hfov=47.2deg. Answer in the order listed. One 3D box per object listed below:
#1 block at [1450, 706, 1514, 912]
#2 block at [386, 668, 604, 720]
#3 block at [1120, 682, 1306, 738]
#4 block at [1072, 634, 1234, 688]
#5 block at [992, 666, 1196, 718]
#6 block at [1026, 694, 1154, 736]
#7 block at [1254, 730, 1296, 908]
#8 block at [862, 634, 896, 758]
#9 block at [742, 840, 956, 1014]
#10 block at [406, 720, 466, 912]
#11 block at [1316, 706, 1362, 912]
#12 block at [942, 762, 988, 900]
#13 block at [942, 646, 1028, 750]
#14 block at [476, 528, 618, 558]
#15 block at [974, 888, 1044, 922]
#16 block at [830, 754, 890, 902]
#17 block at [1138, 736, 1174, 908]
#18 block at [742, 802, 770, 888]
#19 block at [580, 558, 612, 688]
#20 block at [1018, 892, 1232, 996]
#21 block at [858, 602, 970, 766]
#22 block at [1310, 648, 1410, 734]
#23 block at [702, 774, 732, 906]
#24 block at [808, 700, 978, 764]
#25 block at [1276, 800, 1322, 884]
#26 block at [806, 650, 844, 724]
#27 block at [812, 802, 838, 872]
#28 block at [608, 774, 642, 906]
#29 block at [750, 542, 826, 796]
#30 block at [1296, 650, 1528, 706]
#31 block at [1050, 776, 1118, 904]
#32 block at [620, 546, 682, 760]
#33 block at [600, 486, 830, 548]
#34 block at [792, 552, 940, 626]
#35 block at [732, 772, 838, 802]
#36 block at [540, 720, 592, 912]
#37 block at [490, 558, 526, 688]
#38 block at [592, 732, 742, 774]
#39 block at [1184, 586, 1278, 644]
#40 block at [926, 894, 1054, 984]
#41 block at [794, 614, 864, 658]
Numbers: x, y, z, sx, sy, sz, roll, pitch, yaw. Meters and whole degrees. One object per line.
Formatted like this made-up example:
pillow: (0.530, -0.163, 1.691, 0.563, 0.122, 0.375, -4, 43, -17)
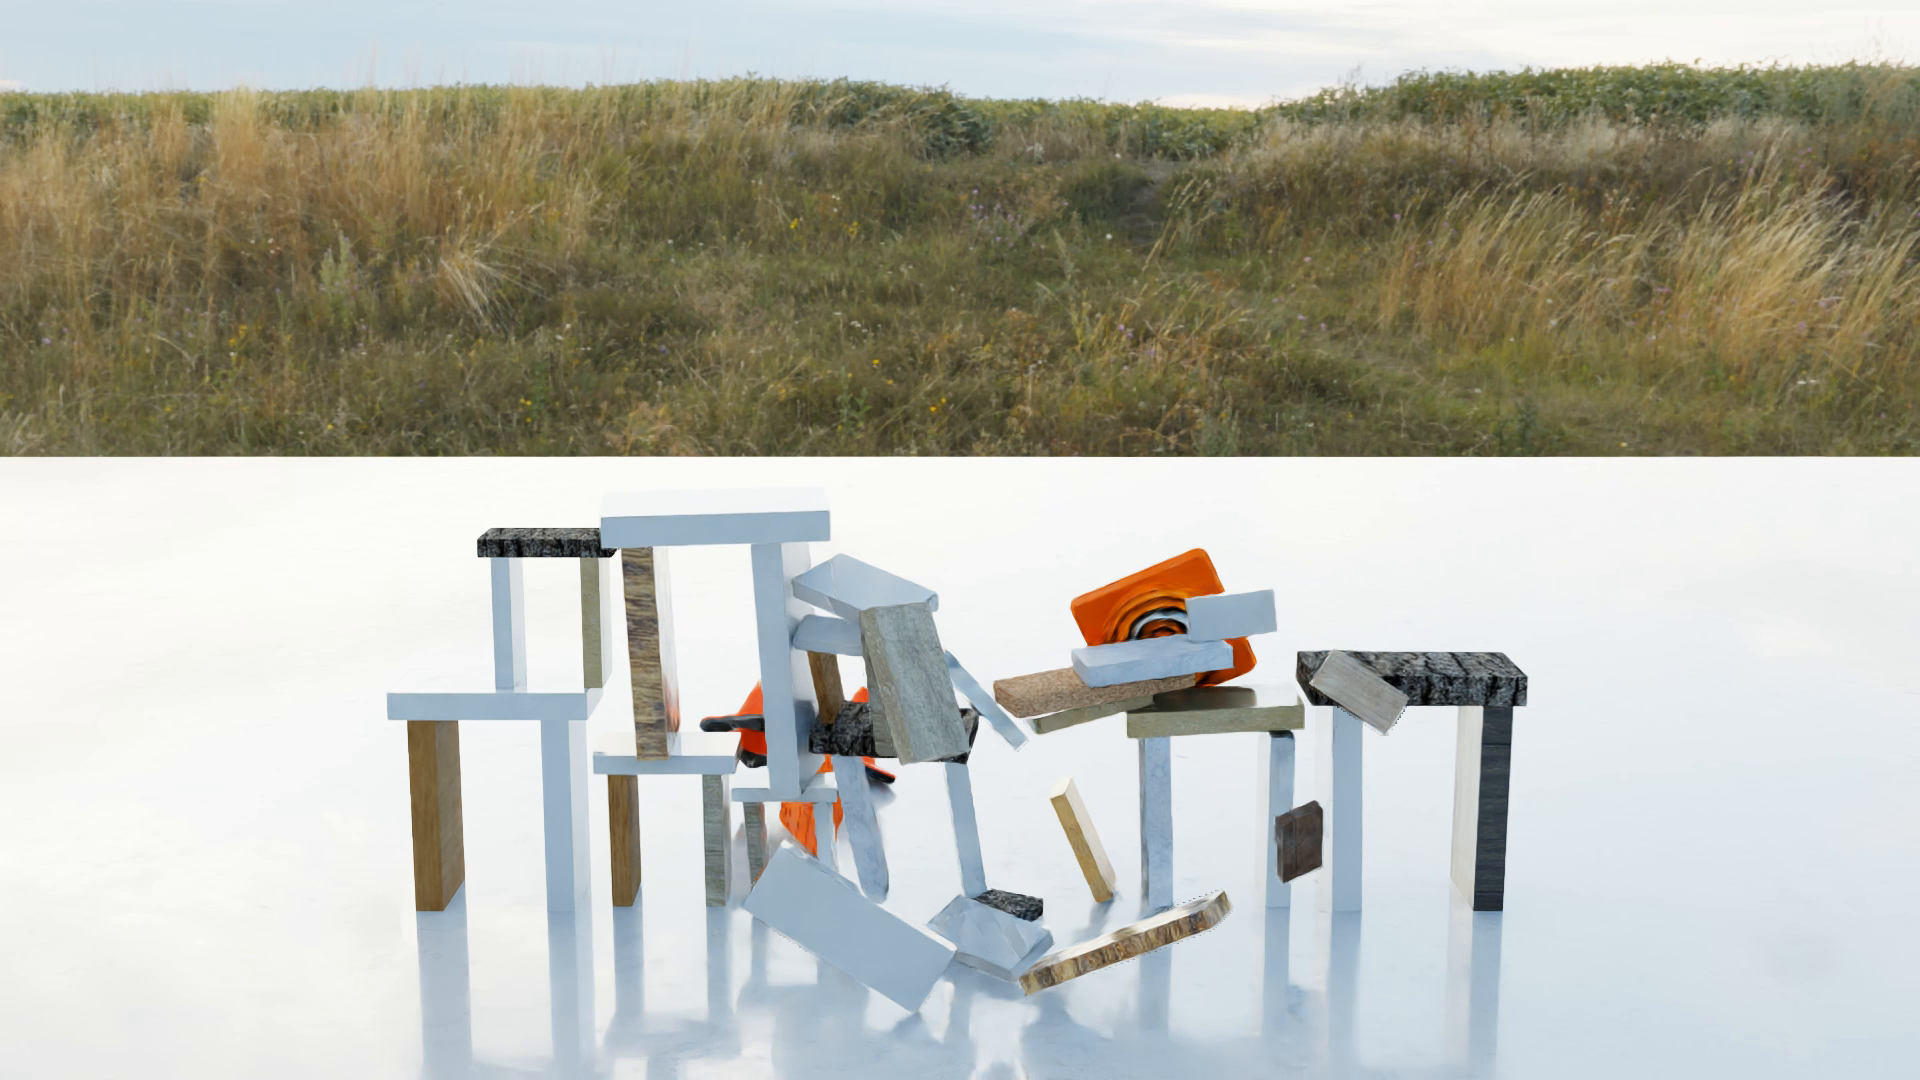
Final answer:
block: (0.862, 0.420, 3.639, 0.049, 0.345, 0.172, 0, 11, 0)
block: (-0.758, 0.252, 3.603, 0.321, 0.046, 0.161, 0, 11, 0)
block: (0.412, 0.280, 3.616, 0.288, 0.041, 0.144, -3, 11, 0)
block: (0.309, 0.190, 3.540, 0.238, 0.034, 0.119, -7, 12, -9)
block: (0.216, 0.232, 3.553, 0.302, 0.034, 0.119, -9, 13, -15)
block: (0.209, 0.270, 3.599, 0.199, 0.028, 0.099, -15, 11, -6)
block: (0.521, 0.448, 3.647, 0.041, 0.288, 0.144, 0, 11, 0)
block: (-0.109, 0.220, 3.477, 0.031, 0.220, 0.110, 6, 30, 20)
block: (-0.159, 0.556, 3.161, 0.294, 0.110, 0.031, 31, 8, 0)
block: (-0.865, 0.433, 3.636, 0.046, 0.321, 0.161, 0, 11, 0)
block: (0.626, 0.420, 3.639, 0.049, 0.345, 0.172, -2, 11, 0)
block: (0.005, 0.461, 3.651, 0.037, 0.258, 0.129, -9, 11, -3)
block: (0.023, 0.249, 3.532, 0.028, 0.199, 0.099, -43, 12, -5)
block: (-0.663, 0.004, 3.560, 0.214, 0.030, 0.107, 0, 11, 0)
block: (0.044, 0.606, 3.510, 0.097, 0.027, 0.193, 6, 12, 30)
block: (-0.165, 0.460, 3.651, 0.037, 0.258, 0.129, -12, 10, 2)
block: (0.324, 0.447, 3.647, 0.041, 0.288, 0.144, -2, 11, 0)
block: (-0.336, 0.505, 3.650, 0.024, 0.172, 0.086, -4, 11, 1)
block: (-0.592, 0.124, 3.582, 0.030, 0.214, 0.107, 0, 11, 0)
block: (0.236, 0.578, 3.153, 0.307, 0.028, 0.099, -25, -4, 24)
block: (-0.068, 0.214, 3.310, 0.119, 0.238, 0.034, -4, -16, -46)
block: (0.635, 0.240, 3.498, 0.142, 0.071, 0.020, 34, -2, 4)
block: (-0.401, 0.476, 3.636, 0.033, 0.230, 0.115, 0, 14, 0)
block: (-0.107, 0.312, 3.596, 0.258, 0.037, 0.129, 3, 21, 8)
block: (0.531, 0.472, 3.441, 0.071, 0.142, 0.020, -22, 44, -14)
block: (-0.217, 0.219, 3.572, 0.020, 0.143, 0.072, -1, 31, 15)
block: (-0.222, 0.505, 3.649, 0.024, 0.172, 0.086, -5, 11, 1)
block: (-0.554, 0.476, 3.636, 0.033, 0.230, 0.115, 0, 14, 0)
block: (-0.278, 0.188, 3.579, 0.050, 0.421, 0.178, -1, 13, 10)
block: (0.736, 0.226, 3.603, 0.345, 0.049, 0.172, 0, 11, 0)
block: (0.206, 0.497, 3.654, 0.027, 0.194, 0.097, -23, 7, 13)
block: (-0.499, 0.159, 3.562, 0.050, 0.356, 0.178, -2, 14, 0)
block: (-0.390, -0.038, 3.507, 0.355, 0.050, 0.178, -2, 14, -7)
block: (-0.150, 0.086, 3.466, 0.220, 0.031, 0.110, 21, 38, 39)
block: (-0.286, 0.408, 3.631, 0.172, 0.024, 0.086, 0, 11, 1)
block: (-0.651, 0.433, 3.636, 0.046, 0.321, 0.161, 0, 11, 0)
block: (-0.735, 0.124, 3.582, 0.030, 0.214, 0.107, 0, 11, 0)
block: (-0.478, 0.349, 3.604, 0.230, 0.033, 0.115, 0, 14, 0)
block: (0.438, 0.121, 3.547, 0.142, 0.071, 0.020, -7, 9, -5)
block: (0.039, 0.609, 3.366, 0.193, 0.027, 0.097, 13, 41, 42)
block: (-0.187, 0.154, 3.518, 0.143, 0.020, 0.072, 6, 33, 11)
